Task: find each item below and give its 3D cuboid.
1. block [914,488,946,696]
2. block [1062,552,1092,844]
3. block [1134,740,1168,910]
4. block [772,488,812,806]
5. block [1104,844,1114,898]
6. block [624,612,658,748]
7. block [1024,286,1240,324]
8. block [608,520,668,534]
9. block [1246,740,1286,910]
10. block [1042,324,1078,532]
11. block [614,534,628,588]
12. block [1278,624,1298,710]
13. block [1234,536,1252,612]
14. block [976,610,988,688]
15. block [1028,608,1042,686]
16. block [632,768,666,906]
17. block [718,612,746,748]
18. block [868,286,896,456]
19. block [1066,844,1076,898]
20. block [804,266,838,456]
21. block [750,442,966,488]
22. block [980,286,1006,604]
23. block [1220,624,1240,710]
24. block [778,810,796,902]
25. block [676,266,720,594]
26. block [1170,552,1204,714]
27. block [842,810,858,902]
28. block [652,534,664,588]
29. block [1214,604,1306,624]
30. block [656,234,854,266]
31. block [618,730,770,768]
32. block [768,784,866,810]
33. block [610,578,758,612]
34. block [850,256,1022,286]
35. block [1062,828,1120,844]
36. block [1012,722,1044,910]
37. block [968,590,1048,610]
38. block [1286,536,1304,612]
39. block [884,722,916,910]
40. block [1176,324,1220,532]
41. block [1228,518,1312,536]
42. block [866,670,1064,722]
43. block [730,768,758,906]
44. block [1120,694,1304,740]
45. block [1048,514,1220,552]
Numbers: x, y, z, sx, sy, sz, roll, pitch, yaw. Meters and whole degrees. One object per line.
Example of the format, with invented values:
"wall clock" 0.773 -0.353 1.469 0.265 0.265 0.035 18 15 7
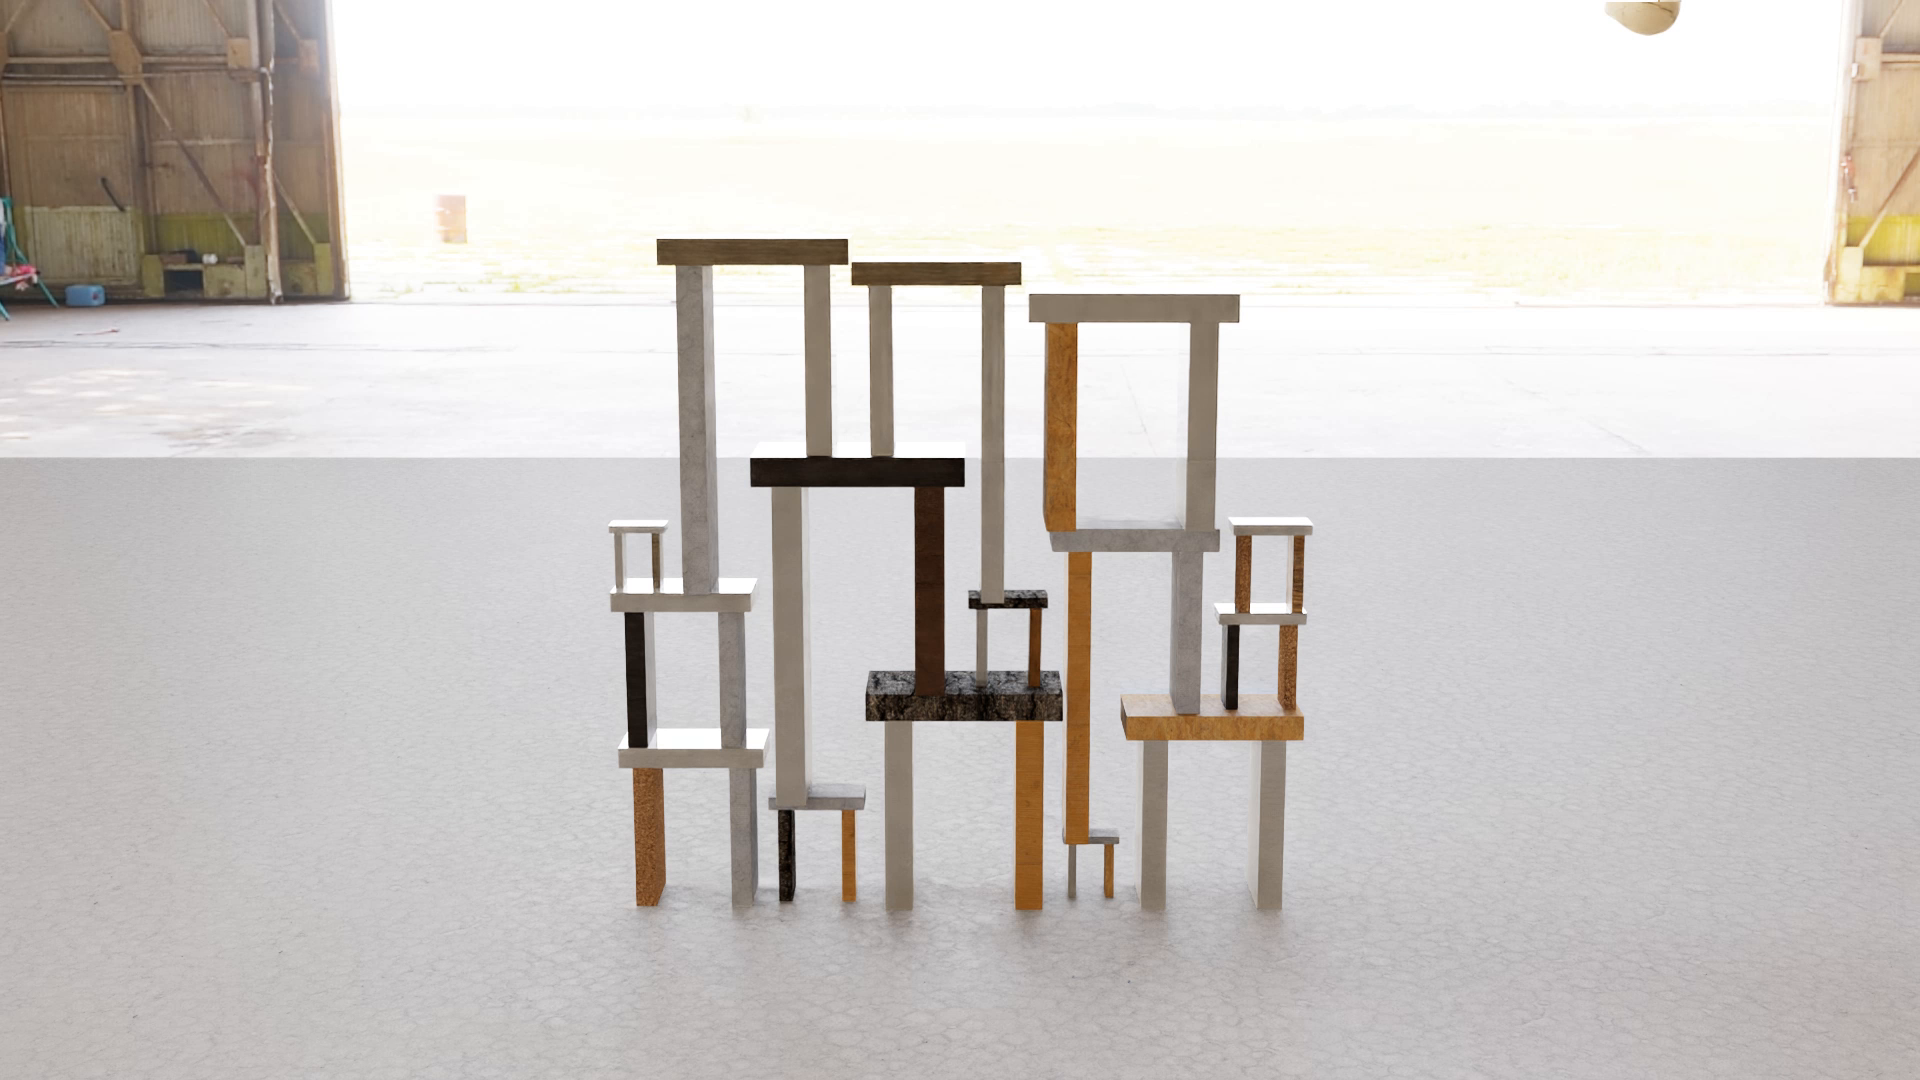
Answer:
"block" -0.048 0.067 3.572 0.048 0.338 0.169 0 11 0
"block" 0.191 0.246 3.610 0.038 0.486 0.133 0 11 0
"block" 0.316 0.450 3.639 0.040 0.285 0.143 0 11 0
"block" -0.273 0.158 3.589 0.048 0.521 0.169 0 11 0
"block" 0.248 0.544 3.663 0.013 0.093 0.046 0 11 0
"block" -0.522 0.216 3.598 0.032 0.225 0.112 0 11 0
"block" 0.270 -0.374 3.484 0.329 0.047 0.164 0 11 0
"block" -0.520 -0.021 3.556 0.090 0.013 0.045 0 11 0
"block" 0.506 0.450 3.639 0.040 0.285 0.143 0 11 0
"block" 0.160 -0.190 3.519 0.047 0.329 0.164 0 11 0
"block" -0.550 0.029 3.565 0.013 0.090 0.045 0 11 0
"block" 0.536 0.200 3.597 0.020 0.141 0.071 0 11 0
"block" 0.459 0.049 3.565 0.018 0.127 0.063 0 11 0
"block" 0.035 0.170 3.592 0.018 0.129 0.064 0 11 0
"block" 0.122 0.170 3.593 0.018 0.129 0.064 1 11 -1
"block" -0.514 0.475 3.645 0.033 0.235 0.117 0 11 0
"block" -0.372 0.216 3.599 0.032 0.225 0.113 0 11 0
"block" -0.123 -0.276 3.507 0.038 0.266 0.133 0 11 0
"block" 0.186 0.544 3.663 0.013 0.093 0.046 0 11 0
"block" -0.222 -0.292 3.506 0.042 0.298 0.149 0 11 0
"block" -0.161 -0.122 3.537 0.338 0.048 0.169 0 11 0
"block" 0.053 -0.160 3.530 0.038 0.505 0.133 0 11 1
"block" 0.442 0.200 3.597 0.020 0.141 0.071 0 11 0
"block" -0.288 0.513 3.657 0.022 0.157 0.078 0 11 0
"block" -0.420 -0.182 3.527 0.042 0.521 0.149 0 11 0
"block" 0.369 0.138 3.590 0.038 0.266 0.133 0 11 0
"block" -0.183 0.513 3.657 0.022 0.157 0.078 0 11 0
"block" -0.490 0.029 3.565 0.013 0.090 0.045 0 11 0
"block" 0.489 0.121 3.582 0.141 0.020 0.071 0 11 0
"block" -0.321 -0.459 3.475 0.298 0.042 0.149 0 11 0
"block" -0.436 0.343 3.621 0.235 0.033 0.117 0 11 0
"block" -0.235 0.425 3.640 0.157 0.022 0.078 0 11 0
"block" -0.447 0.090 3.575 0.225 0.032 0.112 0 11 0
"block" -0.036 -0.426 3.479 0.266 0.038 0.133 0 11 0
"block" 0.217 0.492 3.653 0.093 0.013 0.046 0 11 0
"block" 0.113 0.433 3.642 0.045 0.318 0.159 0 11 0
"block" 0.077 0.096 3.584 0.129 0.018 0.064 0 11 -1
"block" 0.544 0.049 3.565 0.018 0.127 0.063 0 11 0
"block" -0.099 0.433 3.642 0.045 0.318 0.159 0 11 0
"block" 0.379 -0.190 3.519 0.047 0.328 0.164 0 11 0
"block" 0.501 -0.022 3.552 0.127 0.018 0.063 0 11 0
"block" 0.007 0.255 3.609 0.318 0.045 0.159 0 11 0
"block" -0.358 0.475 3.645 0.033 0.235 0.117 0 11 0
"block" 0.411 0.290 3.609 0.285 0.040 0.143 0 11 0
"block" 0.280 -0.011 3.562 0.266 0.038 0.133 0 11 0
